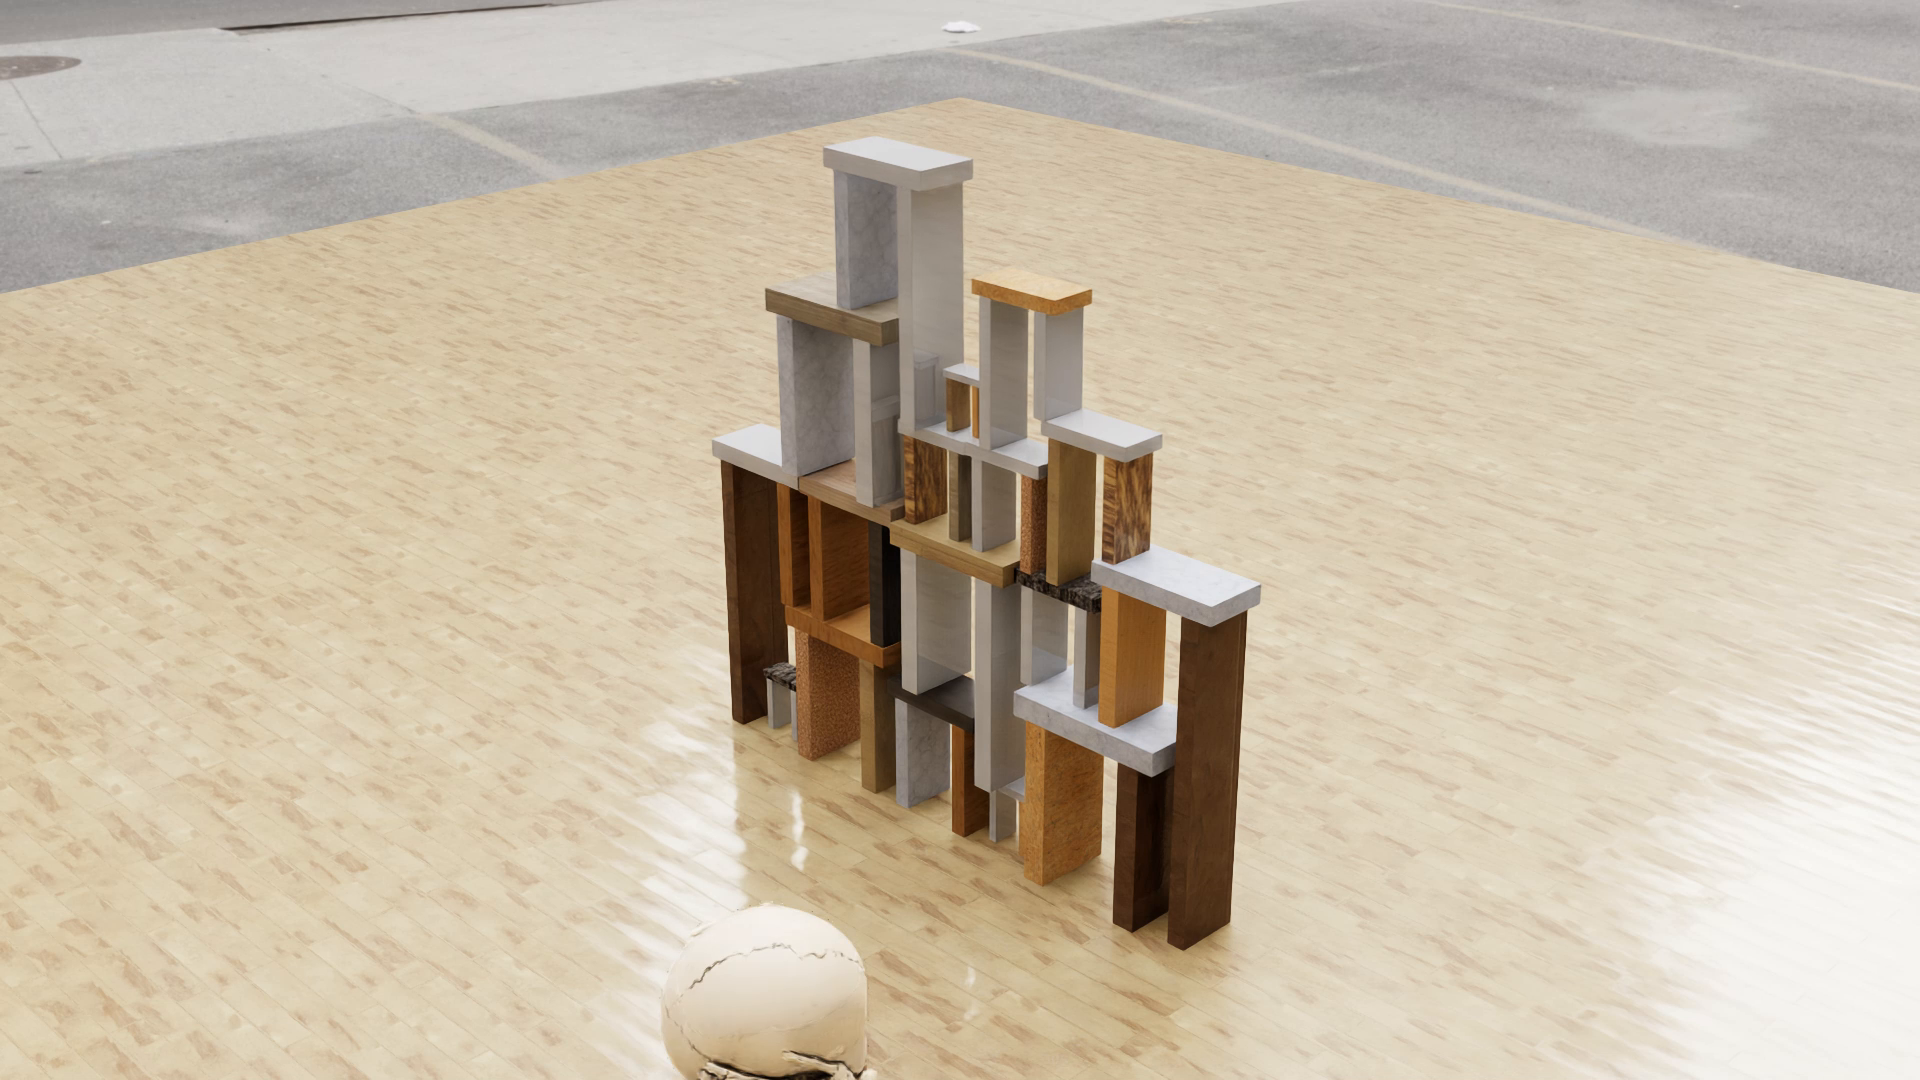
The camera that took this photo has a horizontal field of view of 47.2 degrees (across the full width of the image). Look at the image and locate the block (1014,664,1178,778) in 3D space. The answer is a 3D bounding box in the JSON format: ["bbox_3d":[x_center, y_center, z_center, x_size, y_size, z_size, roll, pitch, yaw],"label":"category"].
[{"bbox_3d":[0.280,0.329,4.056,0.170,0.048,0.339,-21,31,-41],"label":"block"}]

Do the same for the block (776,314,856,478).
[{"bbox_3d":[-0.284,-0.307,4.399,0.047,0.330,0.165,21,31,41],"label":"block"}]

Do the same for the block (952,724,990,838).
[{"bbox_3d":[0.039,0.459,4.370,0.034,0.241,0.121,21,31,41],"label":"block"}]

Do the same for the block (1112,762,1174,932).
[{"bbox_3d":[0.360,0.538,4.058,0.048,0.339,0.170,21,31,41],"label":"block"}]

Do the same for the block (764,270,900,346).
[{"bbox_3d":[-0.206,-0.450,4.254,0.330,0.047,0.165,21,31,40],"label":"block"}]

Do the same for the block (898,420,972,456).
[{"bbox_3d":[-0.024,-0.205,4.158,0.090,0.025,0.180,-22,31,-40],"label":"block"}]

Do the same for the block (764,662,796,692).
[{"bbox_3d":[-0.363,0.296,4.738,0.119,0.017,0.059,21,31,41],"label":"block"}]

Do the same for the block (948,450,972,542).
[{"bbox_3d":[0.019,-0.094,4.159,0.090,0.180,0.025,-22,31,-40],"label":"block"}]

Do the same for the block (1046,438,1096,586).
[{"bbox_3d":[0.202,-0.063,3.974,0.028,0.280,0.099,21,31,41],"label":"block"}]

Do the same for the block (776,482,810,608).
[{"bbox_3d":[-0.311,-0.008,4.561,0.135,0.271,0.038,-21,31,-41],"label":"block"}]

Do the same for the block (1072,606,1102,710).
[{"bbox_3d":[0.253,0.202,4.037,0.100,0.200,0.028,-21,31,-41],"label":"block"}]

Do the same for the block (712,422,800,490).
[{"bbox_3d":[-0.375,-0.175,4.559,0.271,0.038,0.135,22,32,40],"label":"block"}]

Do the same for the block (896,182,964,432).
[{"bbox_3d":[-0.053,-0.439,4.085,0.132,0.462,0.037,-22,31,-40],"label":"block"}]

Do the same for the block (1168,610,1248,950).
[{"bbox_3d":[0.441,0.420,3.927,0.039,0.659,0.136,21,31,41],"label":"block"}]

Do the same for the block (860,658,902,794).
[{"bbox_3d":[-0.136,0.360,4.531,0.042,0.298,0.149,21,31,41],"label":"block"}]

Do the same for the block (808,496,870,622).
[{"bbox_3d":[-0.245,0.020,4.500,0.038,0.267,0.134,21,31,41],"label":"block"}]

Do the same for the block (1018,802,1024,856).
[{"bbox_3d":[0.142,0.555,4.300,0.060,0.120,0.017,-21,31,-41],"label":"block"}]

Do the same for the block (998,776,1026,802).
[{"bbox_3d":[0.113,0.481,4.299,0.060,0.017,0.120,-21,31,-40],"label":"block"}]

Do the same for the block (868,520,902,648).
[{"bbox_3d":[-0.119,0.069,4.384,0.038,0.267,0.134,21,31,41],"label":"block"}]

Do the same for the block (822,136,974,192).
[{"bbox_3d":[-0.115,-0.693,4.044,0.132,0.037,0.264,-21,31,-40],"label":"block"}]

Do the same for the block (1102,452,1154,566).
[{"bbox_3d":[0.295,-0.064,3.872,0.099,0.198,0.028,-21,31,-41],"label":"block"}]

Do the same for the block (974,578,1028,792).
[{"bbox_3d":[0.097,0.259,4.233,0.152,0.443,0.043,-21,31,-40],"label":"block"}]

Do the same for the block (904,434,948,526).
[{"bbox_3d":[-0.065,-0.127,4.237,0.090,0.180,0.025,-22,31,-40],"label":"block"}]

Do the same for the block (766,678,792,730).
[{"bbox_3d":[-0.391,0.347,4.790,0.017,0.119,0.059,21,31,41],"label":"block"}]

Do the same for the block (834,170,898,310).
[{"bbox_3d":[-0.175,-0.579,4.161,0.037,0.264,0.132,21,31,40],"label":"block"}]

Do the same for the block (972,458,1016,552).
[{"bbox_3d":[0.064,-0.078,4.113,0.092,0.184,0.026,-22,31,-40],"label":"block"}]

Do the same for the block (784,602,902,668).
[{"bbox_3d":[-0.206,0.176,4.530,0.298,0.042,0.149,21,31,41],"label":"block"}]

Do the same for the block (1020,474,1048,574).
[{"bbox_3d":[0.152,-0.041,4.035,0.026,0.192,0.092,21,31,41],"label":"block"}]

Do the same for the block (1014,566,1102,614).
[{"bbox_3d":[0.206,0.079,4.036,0.200,0.028,0.100,21,31,41],"label":"block"}]

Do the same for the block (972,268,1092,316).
[{"bbox_3d":[0.126,-0.440,3.890,0.198,0.028,0.099,20,31,40],"label":"block"}]

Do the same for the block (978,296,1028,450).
[{"bbox_3d":[0.079,-0.313,3.994,0.028,0.288,0.099,21,31,40],"label":"block"}]

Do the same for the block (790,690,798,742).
[{"bbox_3d":[-0.335,0.369,4.739,0.017,0.119,0.059,21,31,41],"label":"block"}]

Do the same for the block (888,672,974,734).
[{"bbox_3d":[-0.018,0.310,4.369,0.241,0.034,0.121,21,31,41],"label":"block"}]

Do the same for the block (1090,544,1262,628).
[{"bbox_3d":[0.376,0.074,3.849,0.272,0.039,0.136,21,31,41],"label":"block"}]

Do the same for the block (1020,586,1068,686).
[{"bbox_3d":[0.159,0.165,4.124,0.028,0.200,0.100,21,31,41],"label":"block"}]

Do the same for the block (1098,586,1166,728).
[{"bbox_3d":[0.313,0.192,3.969,0.039,0.272,0.136,21,31,41],"label":"block"}]

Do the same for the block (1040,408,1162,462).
[{"bbox_3d":[0.248,-0.186,3.871,0.198,0.028,0.099,21,31,40],"label":"block"}]

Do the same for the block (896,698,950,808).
[{"bbox_3d":[-0.075,0.414,4.475,0.034,0.241,0.121,21,31,41],"label":"block"}]

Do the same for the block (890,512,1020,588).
[{"bbox_3d":[0.025,0.007,4.205,0.152,0.043,0.304,-22,31,-40],"label":"block"}]

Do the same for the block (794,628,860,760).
[{"bbox_3d":[-0.276,0.305,4.661,0.042,0.298,0.149,21,31,41],"label":"block"}]

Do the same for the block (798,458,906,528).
[{"bbox_3d":[-0.182,-0.096,4.382,0.267,0.038,0.134,21,31,40],"label":"block"}]

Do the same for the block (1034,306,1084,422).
[{"bbox_3d":[0.174,-0.318,3.892,0.028,0.198,0.099,21,31,41],"label":"block"}]

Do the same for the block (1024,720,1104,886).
[{"bbox_3d":[0.200,0.476,4.205,0.048,0.339,0.170,21,31,41],"label":"block"}]

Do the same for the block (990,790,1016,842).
[{"bbox_3d":[0.085,0.533,4.352,0.017,0.120,0.060,21,31,41],"label":"block"}]

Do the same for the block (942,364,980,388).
[{"bbox_3d":[0.020,-0.304,4.070,0.050,0.014,0.100,-22,31,-40],"label":"block"}]

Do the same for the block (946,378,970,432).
[{"bbox_3d":[-0.003,-0.258,4.115,0.050,0.105,0.014,-22,31,-40],"label":"block"}]

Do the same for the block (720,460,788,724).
[{"bbox_3d":[-0.439,0.099,4.745,0.038,0.611,0.135,21,31,41],"label":"block"}]

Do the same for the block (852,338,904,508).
[{"bbox_3d":[-0.127,-0.245,4.257,0.047,0.334,0.165,21,31,40],"label":"block"}]

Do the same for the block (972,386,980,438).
[{"bbox_3d":[0.045,-0.243,4.071,0.014,0.100,0.050,21,31,41],"label":"block"}]

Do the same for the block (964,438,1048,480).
[{"bbox_3d":[0.107,-0.158,4.032,0.184,0.026,0.092,21,31,40],"label":"block"}]

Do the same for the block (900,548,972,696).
[{"bbox_3d":[-0.046,0.139,4.338,0.043,0.304,0.152,21,31,41],"label":"block"}]
